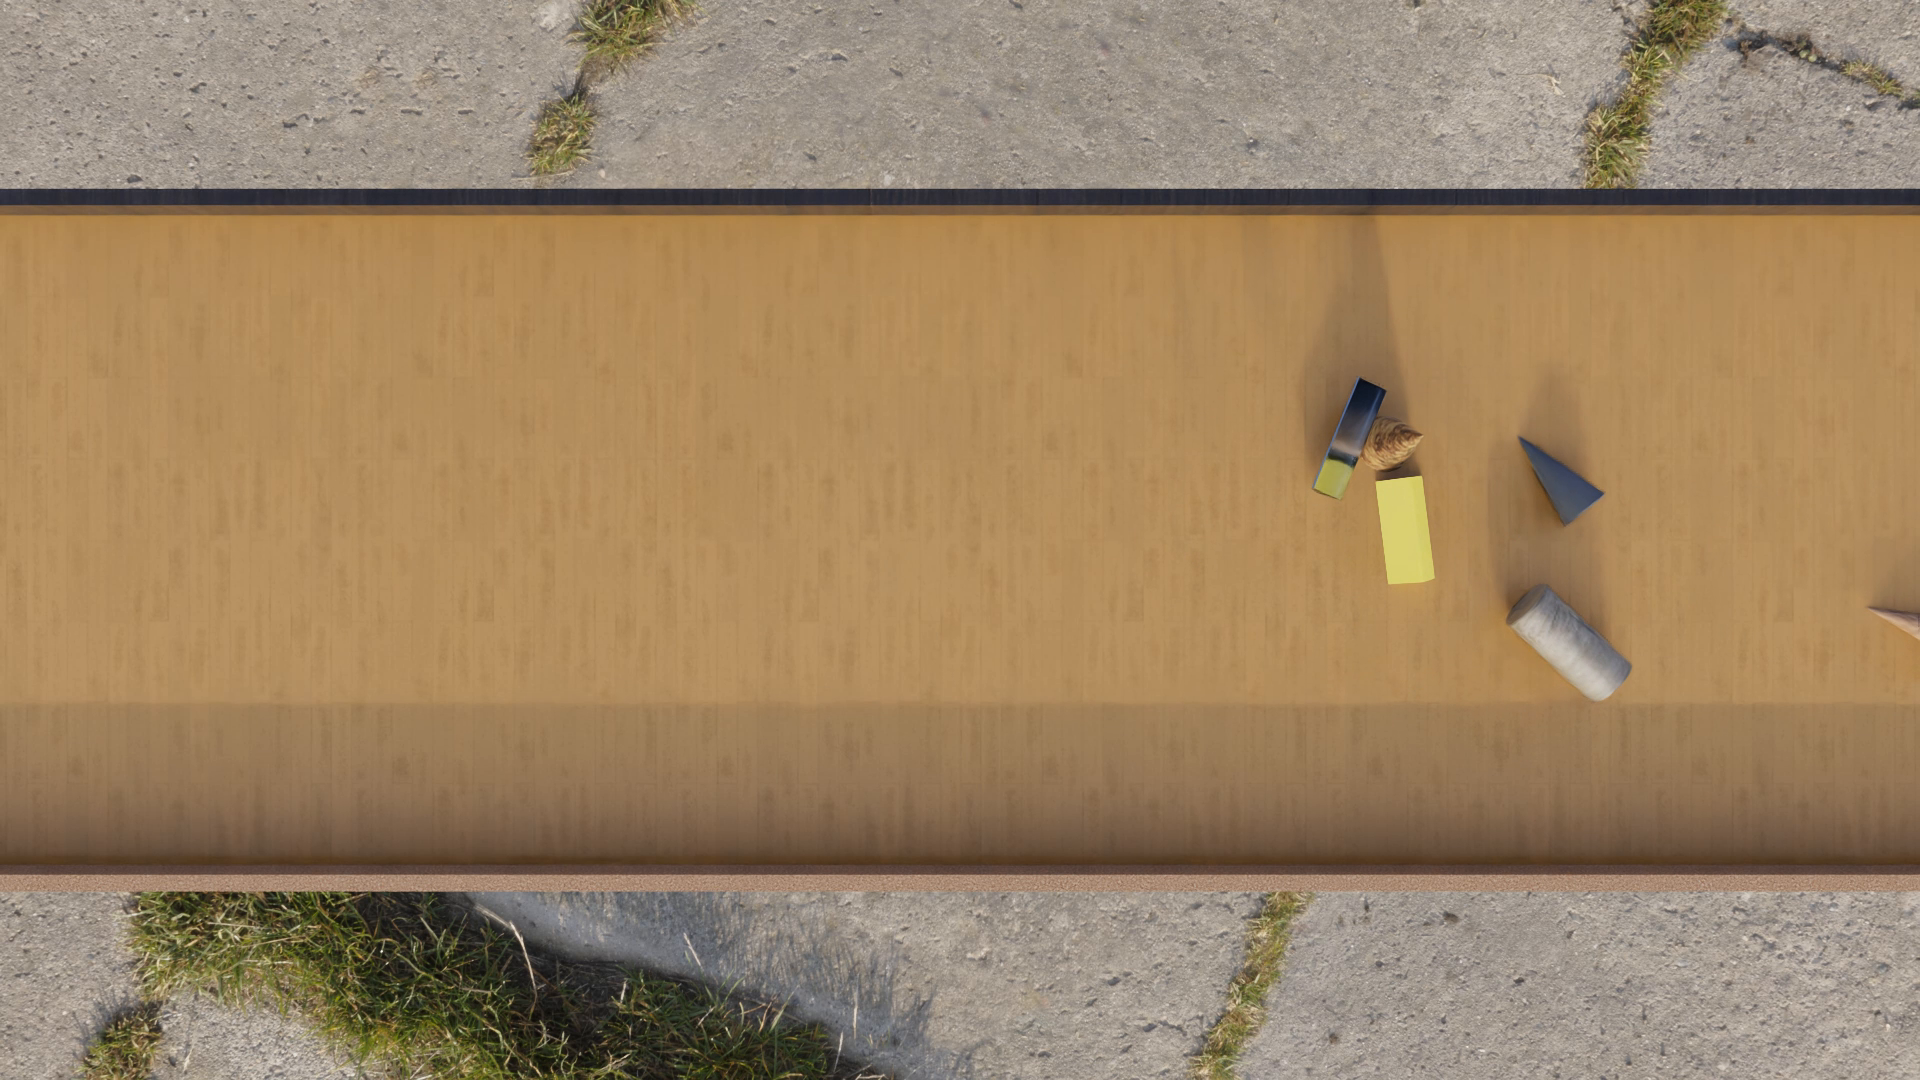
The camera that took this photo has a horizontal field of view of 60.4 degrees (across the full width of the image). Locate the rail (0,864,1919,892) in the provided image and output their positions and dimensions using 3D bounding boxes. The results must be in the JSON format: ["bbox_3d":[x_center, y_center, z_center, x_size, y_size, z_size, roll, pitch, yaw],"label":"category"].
[{"bbox_3d":[-2.247,1.025,5.001,12.000,0.150,0.050,0,90,0],"label":"rail"}]

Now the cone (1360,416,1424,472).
[{"bbox_3d":[1.309,-0.295,4.861,0.172,0.430,0.172,0,90,0],"label":"cone"}]

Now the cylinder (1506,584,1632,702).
[{"bbox_3d":[1.841,0.314,4.995,0.350,0.163,0.163,43,90,0],"label":"cylinder"}]

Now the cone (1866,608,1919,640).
[{"bbox_3d":[2.921,0.261,5.046,0.305,0.126,0.126,21,90,12],"label":"cone"}]

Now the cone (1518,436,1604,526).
[{"bbox_3d":[1.803,-0.207,5.040,0.151,0.151,0.307,-38,76,0],"label":"cone"}]

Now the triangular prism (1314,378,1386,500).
[{"bbox_3d":[1.164,-0.312,5.009,0.088,0.102,0.361,23,90,-43],"label":"triangular prism"}]

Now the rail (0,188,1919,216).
[{"bbox_3d":[-2.247,-1.025,5.002,12.000,0.150,0.050,0,90,0],"label":"rail"}]

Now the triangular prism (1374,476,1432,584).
[{"bbox_3d":[1.370,-0.030,5.012,0.142,0.123,0.317,-9,93,-5],"label":"triangular prism"}]
